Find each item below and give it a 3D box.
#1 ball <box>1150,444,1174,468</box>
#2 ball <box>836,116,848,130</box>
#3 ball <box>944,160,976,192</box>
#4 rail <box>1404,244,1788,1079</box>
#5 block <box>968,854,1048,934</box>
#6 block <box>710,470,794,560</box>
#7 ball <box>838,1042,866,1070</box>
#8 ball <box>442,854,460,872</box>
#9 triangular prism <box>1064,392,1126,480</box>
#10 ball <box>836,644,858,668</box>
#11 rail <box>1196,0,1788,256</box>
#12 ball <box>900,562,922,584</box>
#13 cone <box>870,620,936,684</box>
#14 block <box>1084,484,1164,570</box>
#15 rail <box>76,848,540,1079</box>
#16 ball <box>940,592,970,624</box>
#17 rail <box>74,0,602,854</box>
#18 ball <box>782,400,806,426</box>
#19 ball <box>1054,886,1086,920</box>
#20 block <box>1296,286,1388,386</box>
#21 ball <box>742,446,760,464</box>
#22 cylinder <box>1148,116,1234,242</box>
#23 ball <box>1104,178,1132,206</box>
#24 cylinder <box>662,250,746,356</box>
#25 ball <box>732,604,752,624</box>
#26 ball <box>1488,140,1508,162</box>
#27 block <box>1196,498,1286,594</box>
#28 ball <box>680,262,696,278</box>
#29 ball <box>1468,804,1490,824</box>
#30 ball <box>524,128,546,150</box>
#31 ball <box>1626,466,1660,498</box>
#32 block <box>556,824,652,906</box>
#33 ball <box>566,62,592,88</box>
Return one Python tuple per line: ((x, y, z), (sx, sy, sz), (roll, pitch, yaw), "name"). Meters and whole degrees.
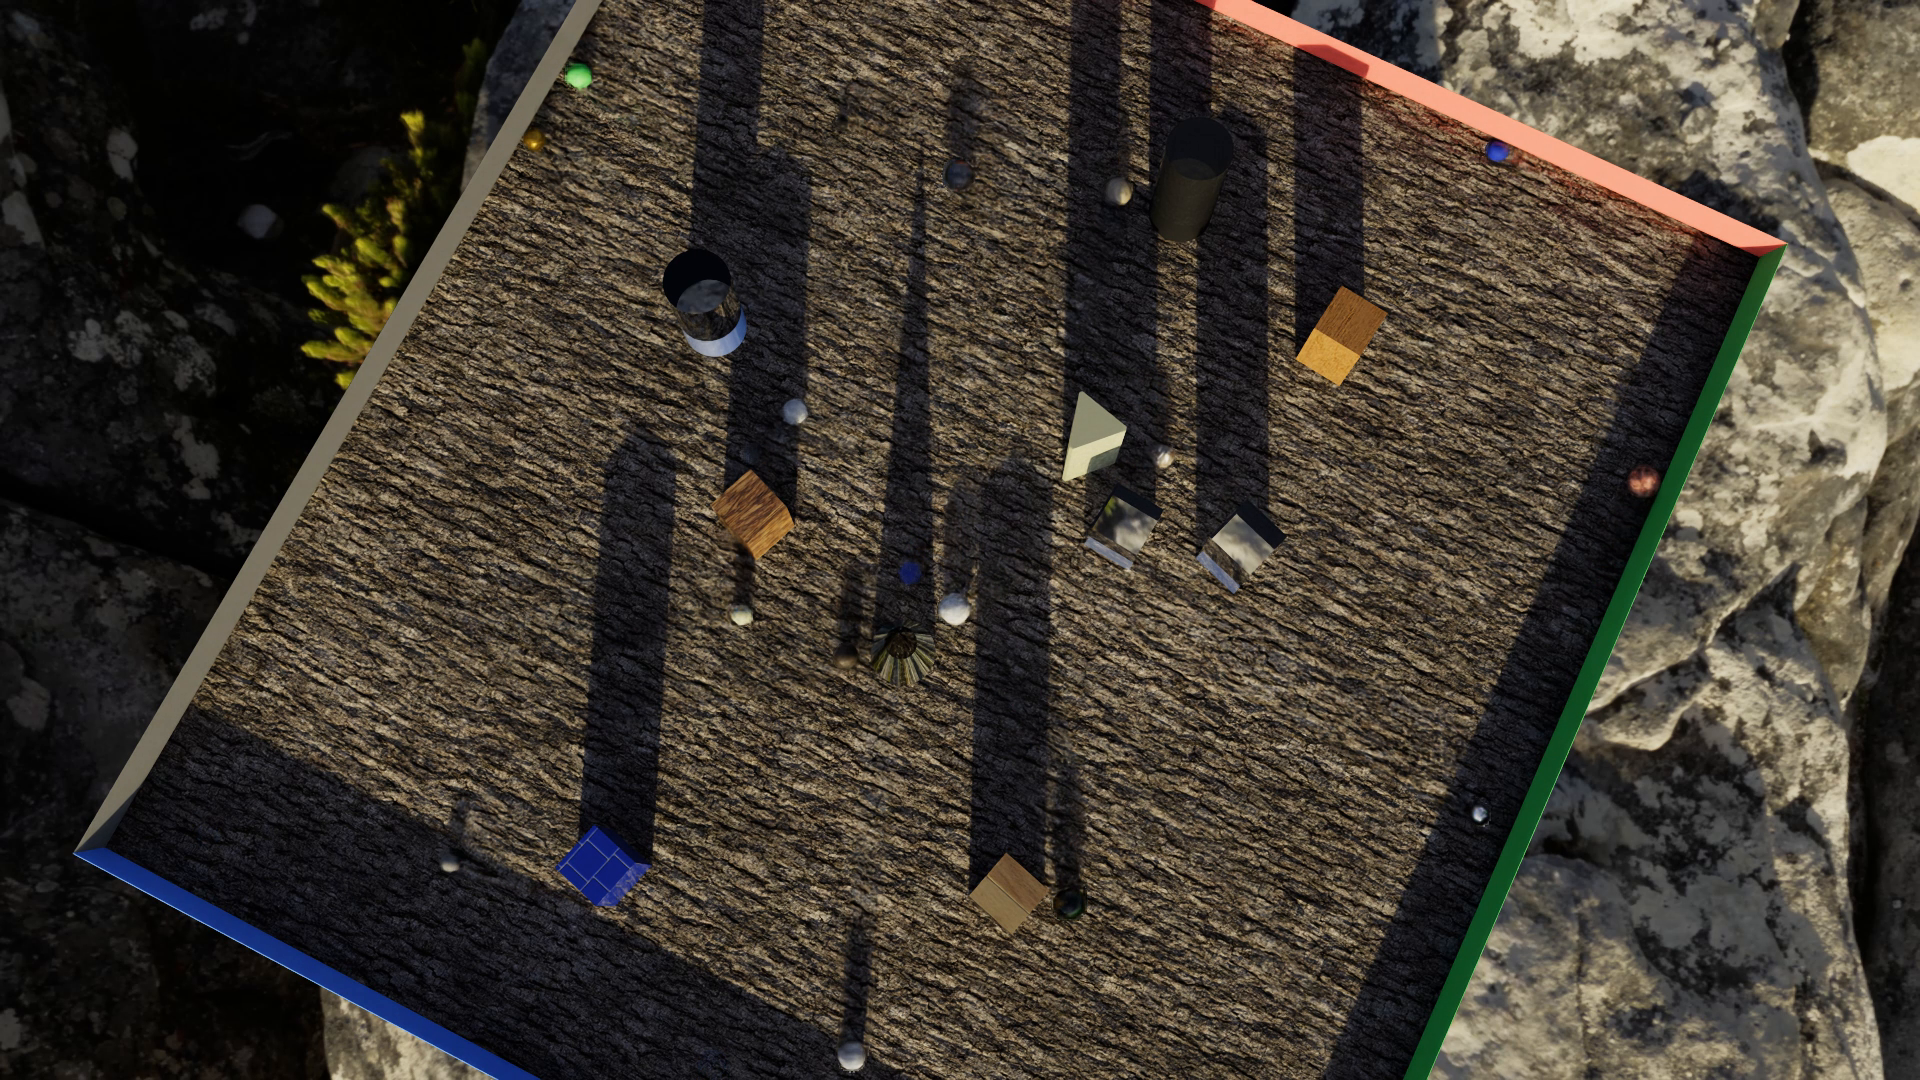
((0.621, -0.257, 5.633), (0.072, 0.072, 0.072), (0, 78, 0), "ball")
((-0.378, -1.336, 5.873), (0.040, 0.040, 0.040), (0, 78, 0), "ball")
((-0.001, -1.154, 5.805), (0.099, 0.099, 0.099), (0, 78, 0), "ball")
((1.658, 0.819, 5.380), (0.045, 0.129, 3.962), (26, 80, 5), "rail")
((0.137, 1.016, 5.261), (0.159, 0.285, 0.159), (41, 81, 8), "block")
((-0.620, -0.073, 5.497), (0.159, 0.264, 0.159), (-43, 81, -8), "block")
((-0.311, 1.483, 5.268), (0.081, 0.081, 0.081), (0, 78, 0), "ball")
((-1.498, 0.951, 5.393), (0.053, 0.053, 0.053), (0, 78, 0), "ball")
((0.375, -0.321, 5.482), (0.172, 0.394, 0.149), (-19, 79, -4), "triangular prism")
((-0.340, 0.350, 5.508), (0.071, 0.071, 0.071), (0, 78, 0), "ball")
((0.875, -1.708, 5.903), (3.755, 0.129, 0.045), (26, 80, 5), "rail")
((-0.148, 0.101, 5.562), (0.066, 0.066, 0.066), (0, 78, 0), "ball")
((-0.173, 0.299, 5.354), (0.199, 0.393, 0.199), (0, 78, 0), "cone")
((0.490, -0.038, 5.497), (0.159, 0.249, 0.159), (31, 80, 6), "block")
((-0.875, 1.721, 5.193), (3.755, 0.129, 0.045), (26, 80, 5), "rail")
((-0.015, 0.206, 5.526), (0.094, 0.094, 0.094), (0, 78, 0), "ball")
((-1.658, -0.805, 5.716), (0.045, 0.129, 3.962), (26, 80, 5), "rail")
((-0.512, -0.394, 5.658), (0.078, 0.078, 0.078), (0, 78, 0), "ball")
((0.321, 1.060, 5.348), (0.096, 0.096, 0.096), (0, 78, 0), "ball")
((1.160, -0.620, 5.587), (0.159, 0.309, 0.159), (33, 80, 6), "block")
((-0.644, -0.263, 5.644), (0.052, 0.052, 0.052), (0, 78, 0), "ball")
((0.700, -1.092, 5.589), (0.199, 0.497, 0.199), (0, 78, 0), "cylinder")
((0.499, -1.101, 5.799), (0.090, 0.090, 0.090), (0, 78, 0), "ball")
((-0.769, -0.713, 5.553), (0.199, 0.414, 0.199), (0, 78, 0), "cylinder")
((-0.660, 0.225, 5.538), (0.063, 0.063, 0.063), (0, 78, 0), "ball")
((1.715, -1.239, 5.839), (0.066, 0.066, 0.066), (0, 78, 0), "ball")
((0.833, 0.022, 5.449), (0.159, 0.319, 0.159), (44, 82, 8), "block")
((-0.857, -0.851, 5.767), (0.051, 0.051, 0.051), (0, 78, 0), "ball")
((1.535, 0.811, 5.417), (0.061, 0.061, 0.061), (0, 78, 0), "ball")
((-1.356, -1.277, 5.846), (0.069, 0.069, 0.069), (0, 78, 0), "ball")
((2.090, -0.176, 5.603), (0.098, 0.098, 0.098), (0, 78, 0), "ball")
((-1.023, 0.940, 5.276), (0.159, 0.285, 0.159), (41, 81, 8), "block")
((-1.222, -1.491, 5.885), (0.080, 0.080, 0.080), (0, 78, 0), "ball")
